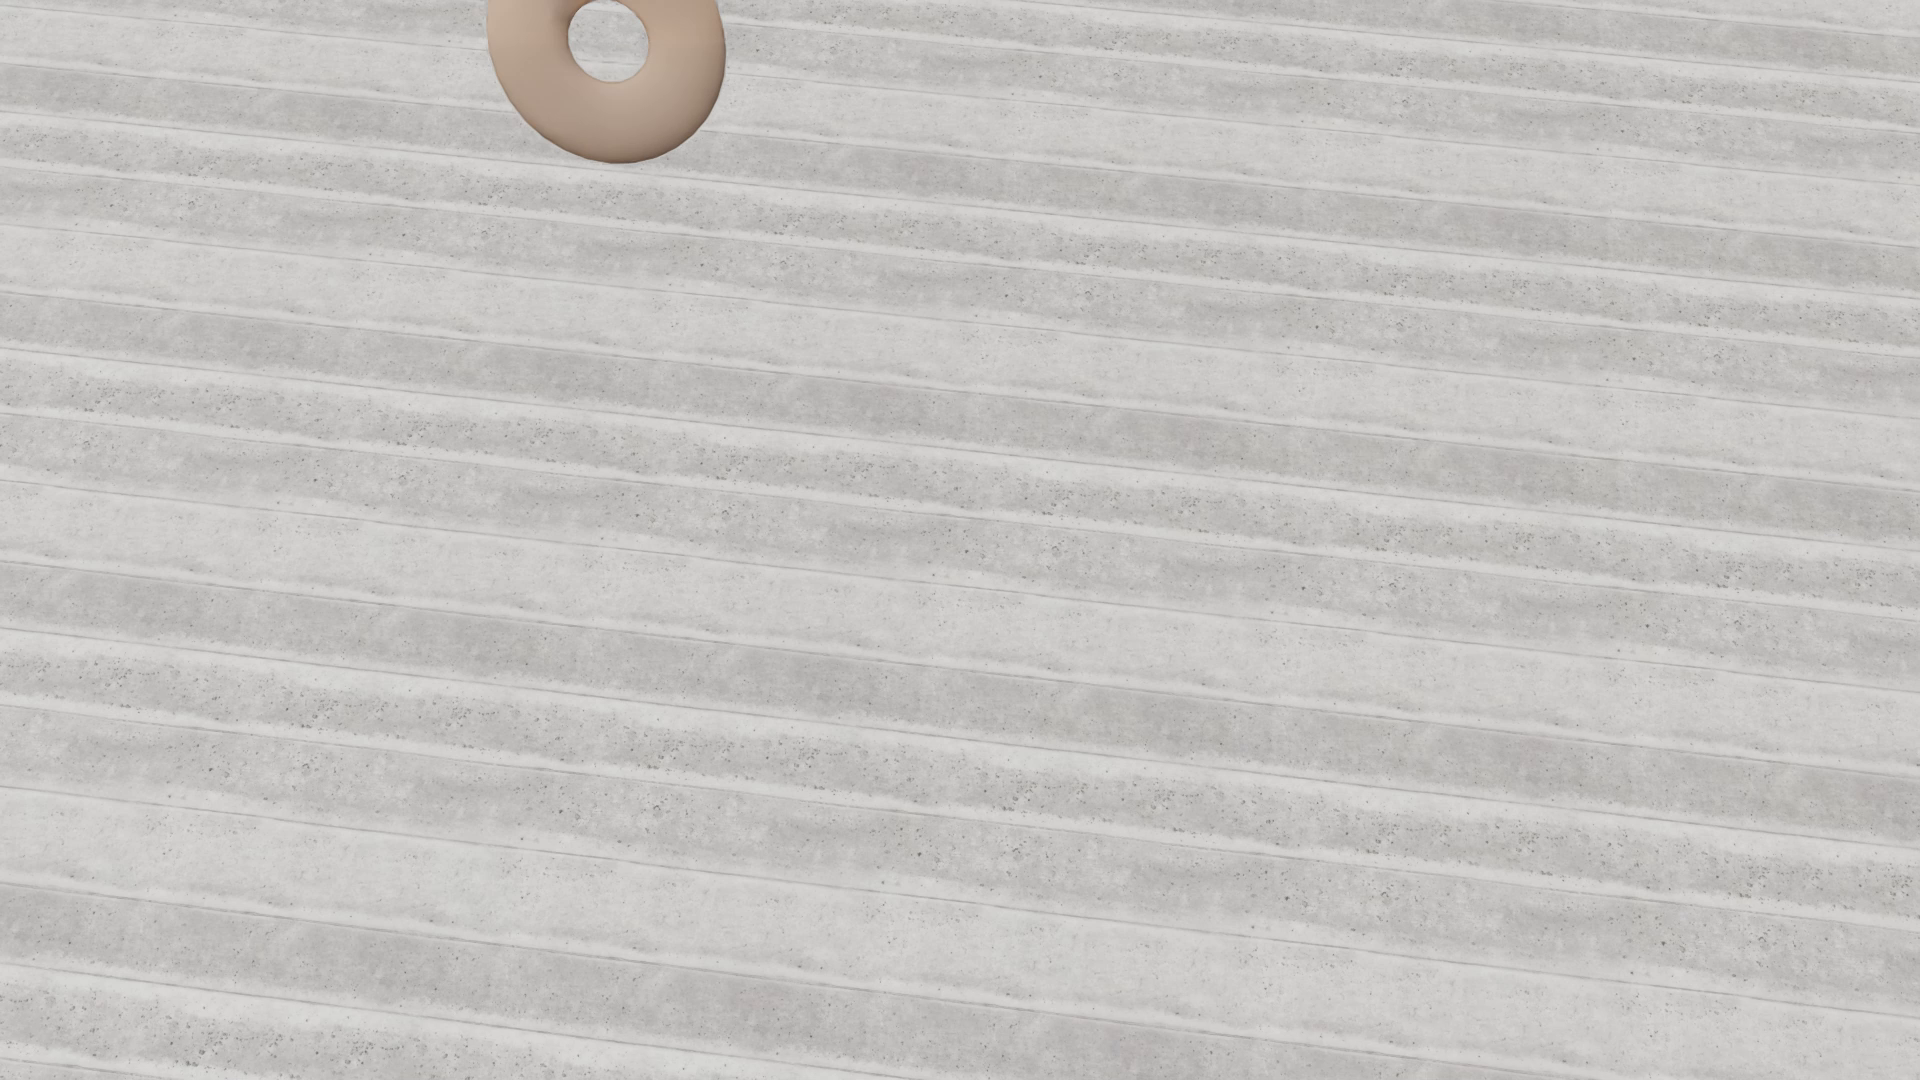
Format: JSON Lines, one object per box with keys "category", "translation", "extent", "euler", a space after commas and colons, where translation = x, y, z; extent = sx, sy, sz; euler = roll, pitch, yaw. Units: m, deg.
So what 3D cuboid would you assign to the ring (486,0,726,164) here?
{"category": "ring", "translation": [-0.658, -0.934, 4.116], "extent": [0.436, 0.066, 0.466], "euler": [-46, 110, -8]}
